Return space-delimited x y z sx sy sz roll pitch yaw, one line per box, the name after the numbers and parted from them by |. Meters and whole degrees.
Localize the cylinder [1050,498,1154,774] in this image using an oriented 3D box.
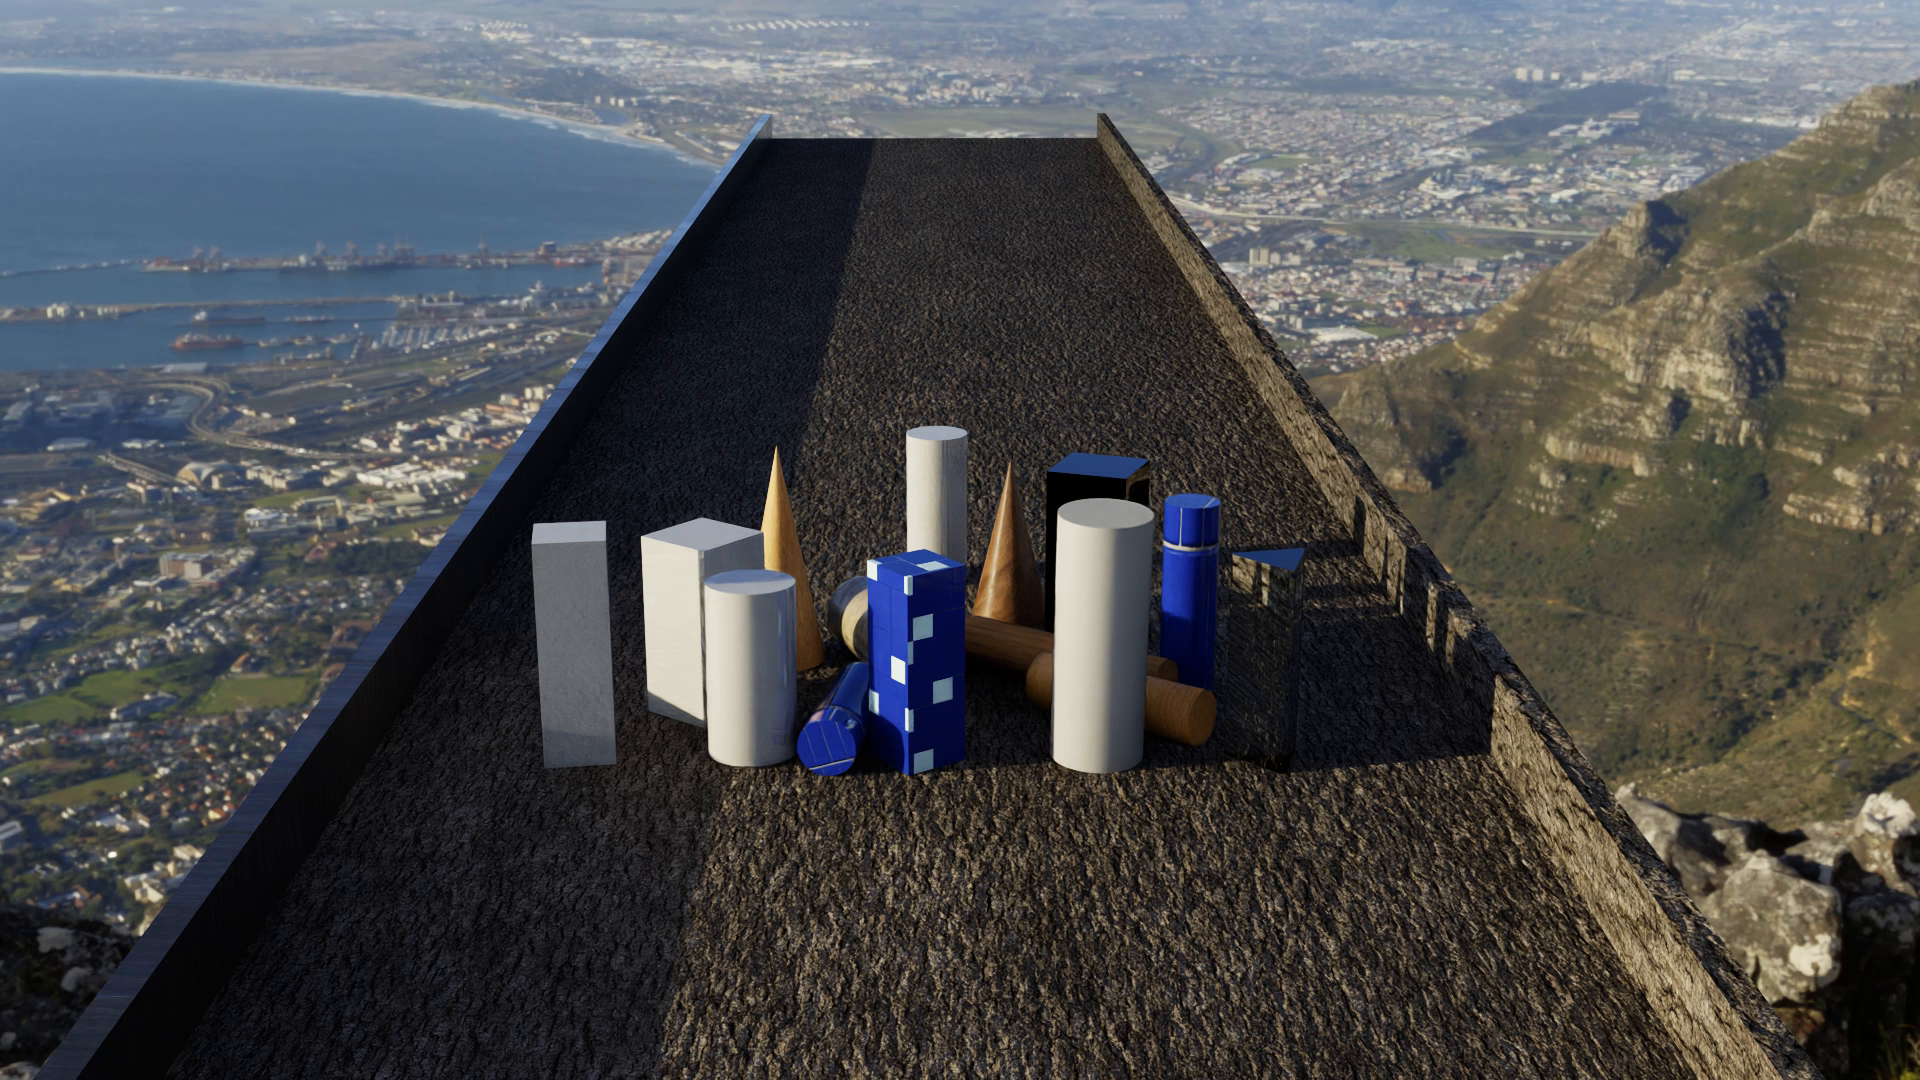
0.247 0.168 3.856 0.166 0.453 0.166 1 19 0 | cylinder

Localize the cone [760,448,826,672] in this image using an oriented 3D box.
-0.359 0.025 4.366 0.176 0.442 0.176 0 17 0 | cone

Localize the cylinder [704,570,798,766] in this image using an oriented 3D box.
-0.370 0.226 3.905 0.160 0.316 0.160 1 15 0 | cylinder

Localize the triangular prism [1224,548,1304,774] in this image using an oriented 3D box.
0.562 0.205 3.882 0.117 0.374 0.135 -15 22 -41 | triangular prism

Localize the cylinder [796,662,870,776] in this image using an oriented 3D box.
-0.208 0.319 3.969 0.106 0.106 0.303 3 17 9 | cylinder

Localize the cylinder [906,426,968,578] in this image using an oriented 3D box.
-0.051 -0.075 4.894 0.134 0.334 0.134 0 17 0 | cylinder

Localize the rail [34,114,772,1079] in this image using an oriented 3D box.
-1.118 -0.838 7.780 0.050 0.150 12.000 0 17 -1 | rail

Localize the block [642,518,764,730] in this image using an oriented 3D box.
-0.475 0.154 4.108 0.159 0.343 0.159 12 21 36 | block

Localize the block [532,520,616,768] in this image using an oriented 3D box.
-0.679 0.184 3.884 0.126 0.413 0.126 -2 17 -8 | block

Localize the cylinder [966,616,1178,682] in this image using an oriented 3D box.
0.204 0.237 4.254 0.446 0.101 0.101 12 20 34 | cylinder

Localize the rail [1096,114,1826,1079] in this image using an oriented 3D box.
0.932 -0.844 7.801 0.050 0.150 12.000 0 17 -1 | rail

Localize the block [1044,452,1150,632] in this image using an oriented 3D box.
0.272 0.047 4.362 0.161 0.403 0.161 6 18 20 | block

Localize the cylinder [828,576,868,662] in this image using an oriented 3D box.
-0.130 0.194 4.310 0.150 0.150 0.377 -6 18 -21 | cylinder

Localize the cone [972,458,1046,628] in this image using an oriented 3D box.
0.106 -0.004 4.629 0.165 0.348 0.165 0 17 0 | cone

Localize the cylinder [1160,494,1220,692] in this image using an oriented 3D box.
0.435 0.111 4.179 0.105 0.384 0.105 0 16 0 | cylinder

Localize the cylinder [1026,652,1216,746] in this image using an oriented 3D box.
0.295 0.292 4.063 0.351 0.105 0.105 12 20 34 | cylinder

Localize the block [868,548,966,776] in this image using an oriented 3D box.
-0.076 0.213 3.873 0.122 0.363 0.122 -12 20 -34 | block
